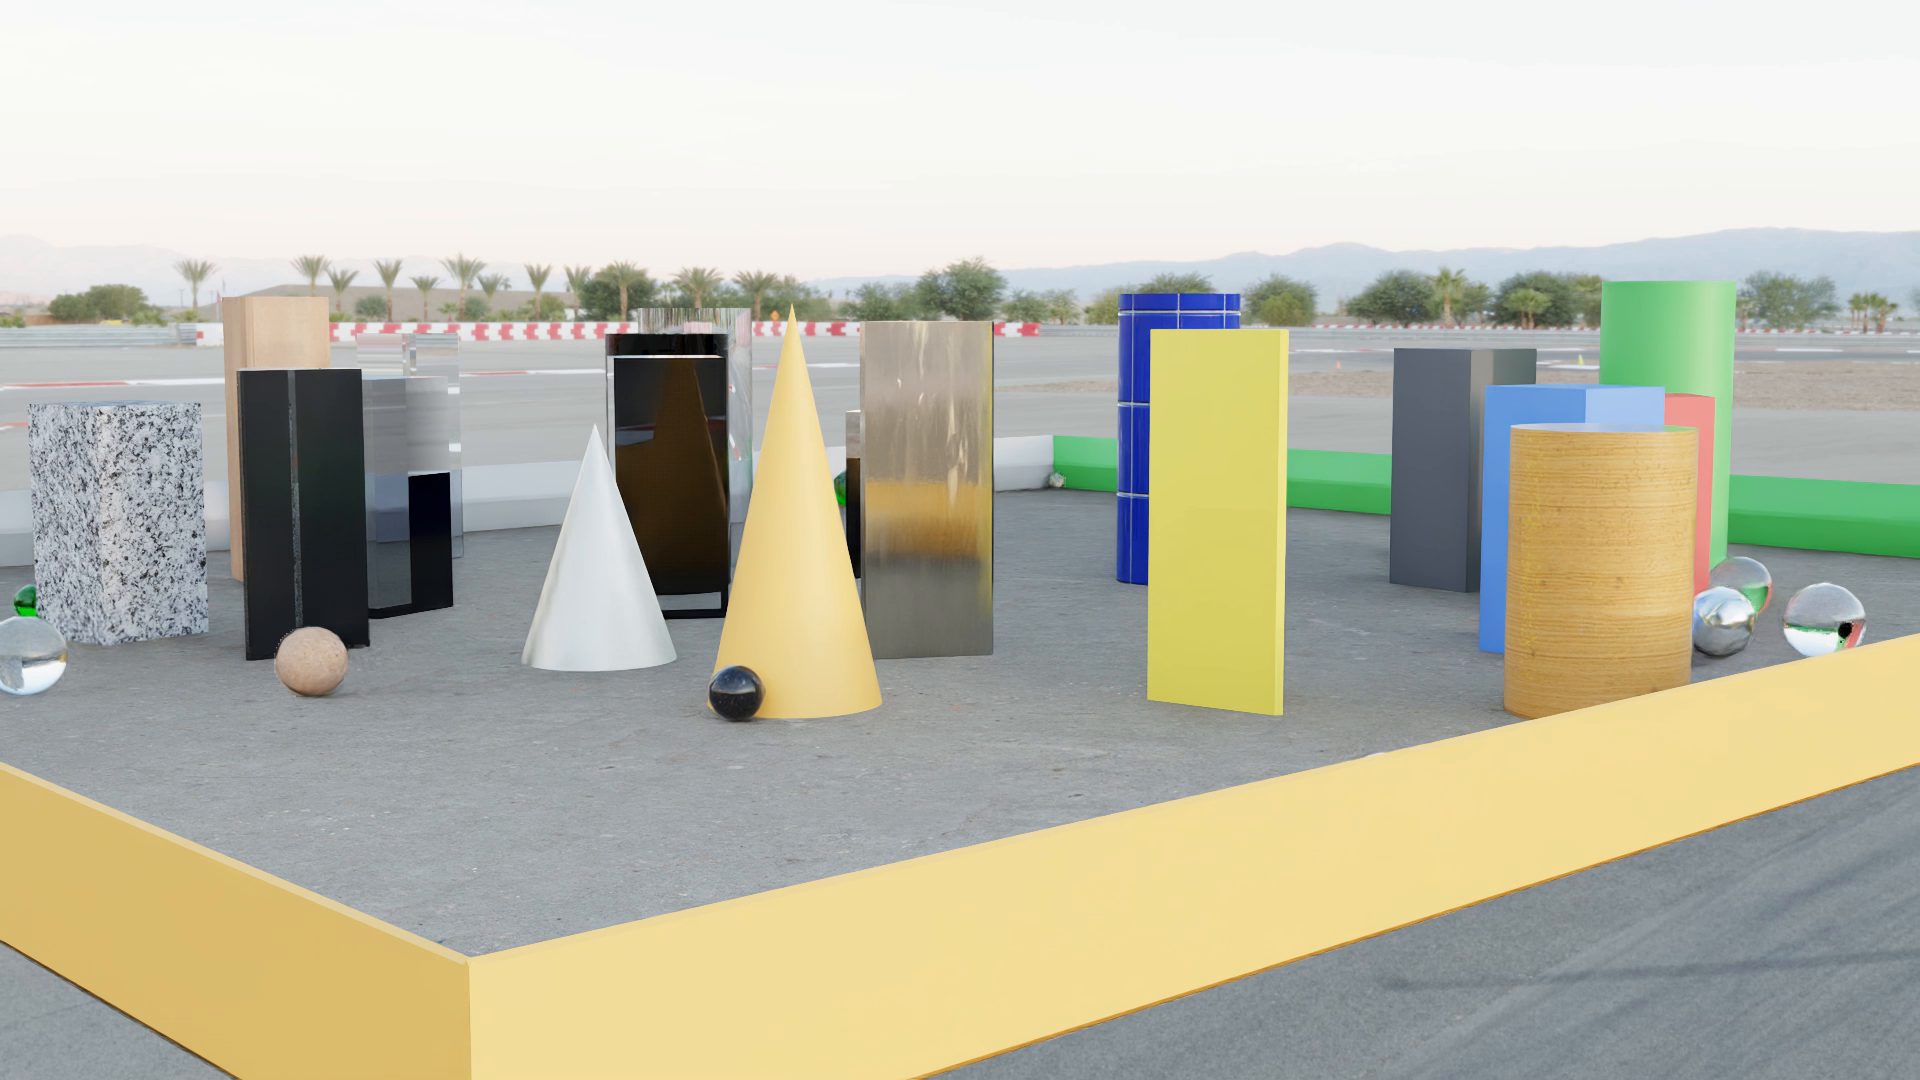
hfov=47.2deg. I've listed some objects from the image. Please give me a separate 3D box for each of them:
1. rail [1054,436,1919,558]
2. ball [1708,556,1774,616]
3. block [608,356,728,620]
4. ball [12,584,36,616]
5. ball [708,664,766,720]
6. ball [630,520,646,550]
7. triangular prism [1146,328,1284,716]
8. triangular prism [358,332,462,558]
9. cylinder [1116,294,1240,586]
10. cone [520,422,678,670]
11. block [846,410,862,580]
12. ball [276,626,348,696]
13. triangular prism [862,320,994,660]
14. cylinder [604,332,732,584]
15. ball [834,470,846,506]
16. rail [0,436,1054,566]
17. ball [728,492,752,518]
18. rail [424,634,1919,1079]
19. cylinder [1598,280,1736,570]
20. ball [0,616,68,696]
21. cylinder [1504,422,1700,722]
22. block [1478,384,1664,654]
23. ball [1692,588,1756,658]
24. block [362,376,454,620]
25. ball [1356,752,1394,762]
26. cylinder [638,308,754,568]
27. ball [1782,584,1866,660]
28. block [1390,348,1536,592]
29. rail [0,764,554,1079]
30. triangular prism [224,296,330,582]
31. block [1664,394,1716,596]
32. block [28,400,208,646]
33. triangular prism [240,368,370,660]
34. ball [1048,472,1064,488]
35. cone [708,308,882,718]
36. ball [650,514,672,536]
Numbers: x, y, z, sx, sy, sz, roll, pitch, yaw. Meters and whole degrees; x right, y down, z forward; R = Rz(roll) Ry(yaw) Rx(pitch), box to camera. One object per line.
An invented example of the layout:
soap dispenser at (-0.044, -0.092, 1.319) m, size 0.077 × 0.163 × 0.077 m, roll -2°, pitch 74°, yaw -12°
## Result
rail at (1.244, -0.085, 4.473) m, size 0.045 × 0.130 × 3.018 m, roll -5°, pitch 8°, yaw -42°
ball at (1.123, 0.070, 3.170) m, size 0.093 × 0.093 × 0.093 m, roll 0°, pitch 6°, yaw 0°
block at (-0.432, -0.081, 3.245) m, size 0.160 × 0.378 × 0.160 m, roll -1°, pitch 6°, yaw -12°
ball at (-1.343, 0.090, 3.182) m, size 0.051 × 0.051 × 0.051 m, roll 0°, pitch 6°, yaw 0°
ball at (-0.243, 0.166, 2.397) m, size 0.061 × 0.061 × 0.061 m, roll 0°, pitch 6°, yaw 0°
ball at (-0.605, -0.003, 4.003) m, size 0.066 × 0.066 × 0.066 m, roll 0°, pitch 6°, yaw 0°
triangular prism at (0.329, -0.029, 2.520) m, size 0.173 × 0.424 × 0.150 m, roll 5°, pitch 7°, yaw 37°
triangular prism at (-0.957, -0.166, 3.928) m, size 0.173 × 0.405 × 0.150 m, roll 6°, pitch 8°, yaw 43°
cylinder at (0.359, -0.168, 3.624) m, size 0.200 × 0.472 × 0.200 m, roll 0°, pitch 6°, yaw 0°
cone at (-0.464, 0.002, 2.813) m, size 0.200 × 0.303 × 0.200 m, roll 0°, pitch 6°, yaw 0°
block at (-0.088, -0.079, 3.711) m, size 0.160 × 0.279 × 0.160 m, roll 2°, pitch 6°, yaw 19°
ball at (-0.750, 0.141, 2.549) m, size 0.081 × 0.081 × 0.081 m, roll 0°, pitch 6°, yaw 0°
triangular prism at (-0.058, -0.071, 2.891) m, size 0.173 × 0.431 × 0.150 m, roll -1°, pitch 6°, yaw -14°
cylinder at (-0.476, -0.132, 3.593) m, size 0.200 × 0.408 × 0.200 m, roll 0°, pitch 6°, yaw 0°
ball at (-0.246, -0.118, 5.002) m, size 0.088 × 0.088 × 0.088 m, roll 0°, pitch 6°, yaw 0°
rail at (-1.007, -0.079, 4.417) m, size 3.432 × 0.130 × 0.045 m, roll -5°, pitch 8°, yaw -42°
ball at (-0.473, -0.077, 4.761) m, size 0.056 × 0.056 × 0.056 m, roll 0°, pitch 6°, yaw 0°
rail at (1.007, 0.147, 2.246) m, size 3.432 × 0.130 × 0.045 m, roll -5°, pitch 8°, yaw -42°
cylinder at (1.102, -0.158, 3.444) m, size 0.200 × 0.490 × 0.200 m, roll 0°, pitch 6°, yaw 0°
ball at (-1.088, 0.134, 2.557) m, size 0.093 × 0.093 × 0.093 m, roll 0°, pitch 6°, yaw 0°
cylinder at (0.709, 0.034, 2.436) m, size 0.200 × 0.317 × 0.200 m, roll 0°, pitch 6°, yaw 0°
block at (0.796, -0.026, 2.867) m, size 0.160 × 0.348 × 0.160 m, roll -4°, pitch 7°, yaw -36°
ball at (0.979, 0.106, 2.836) m, size 0.091 × 0.091 × 0.091 m, roll 0°, pitch 6°, yaw 0°
block at (-0.875, -0.068, 3.275) m, size 0.160 × 0.347 × 0.160 m, roll 3°, pitch 7°, yaw 28°
ball at (0.339, 0.217, 1.730) m, size 0.100 × 0.100 × 0.100 m, roll 0°, pitch 6°, yaw 0°
cylinder at (-0.465, -0.183, 3.881) m, size 0.200 × 0.450 × 0.200 m, roll 0°, pitch 6°, yaw 0°
ball at (1.101, 0.105, 2.802) m, size 0.100 × 0.100 × 0.100 m, roll 0°, pitch 6°, yaw 0°
block at (0.817, -0.119, 3.578) m, size 0.160 × 0.385 × 0.160 m, roll -4°, pitch 7°, yaw -37°
rail at (-1.244, 0.153, 2.190) m, size 0.045 × 0.130 × 3.018 m, roll -5°, pitch 8°, yaw -42°
triangular prism at (-1.114, -0.167, 3.642) m, size 0.150 × 0.468 × 0.173 m, roll -4°, pitch 7°, yaw -31°
block at (1.002, -0.052, 3.233) m, size 0.160 × 0.322 × 0.160 m, roll 0°, pitch 6°, yaw 4°
block at (-1.159, -0.029, 3.031) m, size 0.160 × 0.319 × 0.160 m, roll 4°, pitch 7°, yaw 35°
triangular prism at (-0.900, -0.041, 2.904) m, size 0.150 × 0.370 × 0.173 m, roll 6°, pitch 8°, yaw 45°
ball at (0.241, -0.150, 5.531) m, size 0.042 × 0.042 × 0.042 m, roll 0°, pitch 6°, yaw 0°
cone at (-0.188, -0.040, 2.489) m, size 0.200 × 0.454 × 0.200 m, roll 0°, pitch 6°, yaw 0°
ball at (-0.593, -0.030, 4.372) m, size 0.044 × 0.044 × 0.044 m, roll 0°, pitch 6°, yaw 0°
